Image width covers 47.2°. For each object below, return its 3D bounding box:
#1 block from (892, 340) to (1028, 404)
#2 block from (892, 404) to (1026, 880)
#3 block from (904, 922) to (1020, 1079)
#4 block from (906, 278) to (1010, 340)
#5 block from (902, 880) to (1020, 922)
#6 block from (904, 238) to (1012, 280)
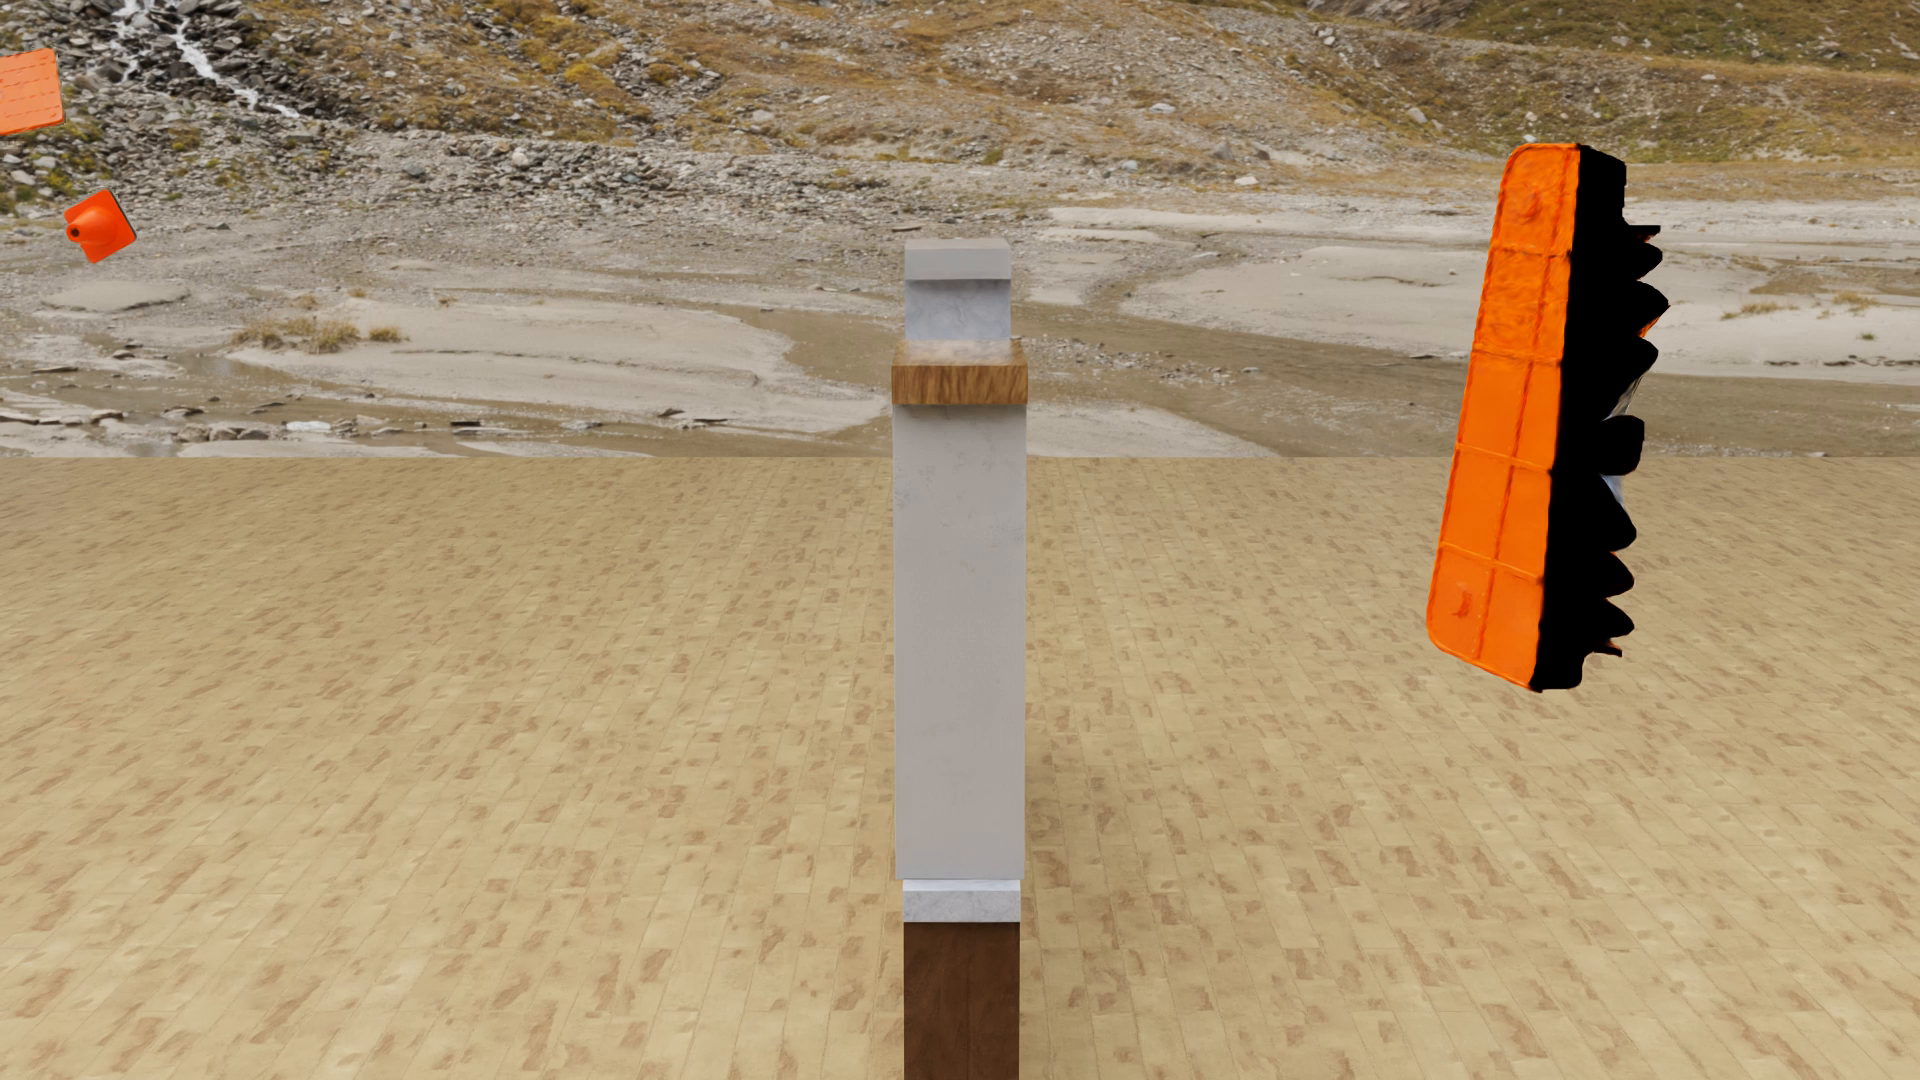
[{"bbox_3d":[0.000,-0.213,2.760,0.161,0.046,0.322,0,11,0],"label":"block"},{"bbox_3d":[0.000,0.124,2.713,0.161,0.601,0.046,0,10,0],"label":"block"},{"bbox_3d":[0.002,0.606,2.788,0.145,0.291,0.041,0,11,0],"label":"block"},{"bbox_3d":[-0.002,-0.208,3.530,0.167,0.426,0.047,0,10,0],"label":"block"},{"bbox_3d":[0.002,0.425,2.853,0.145,0.041,0.291,0,10,0],"label":"block"},{"bbox_3d":[-0.005,-0.461,3.597,0.167,0.047,0.334,0,11,-1],"label":"block"}]
